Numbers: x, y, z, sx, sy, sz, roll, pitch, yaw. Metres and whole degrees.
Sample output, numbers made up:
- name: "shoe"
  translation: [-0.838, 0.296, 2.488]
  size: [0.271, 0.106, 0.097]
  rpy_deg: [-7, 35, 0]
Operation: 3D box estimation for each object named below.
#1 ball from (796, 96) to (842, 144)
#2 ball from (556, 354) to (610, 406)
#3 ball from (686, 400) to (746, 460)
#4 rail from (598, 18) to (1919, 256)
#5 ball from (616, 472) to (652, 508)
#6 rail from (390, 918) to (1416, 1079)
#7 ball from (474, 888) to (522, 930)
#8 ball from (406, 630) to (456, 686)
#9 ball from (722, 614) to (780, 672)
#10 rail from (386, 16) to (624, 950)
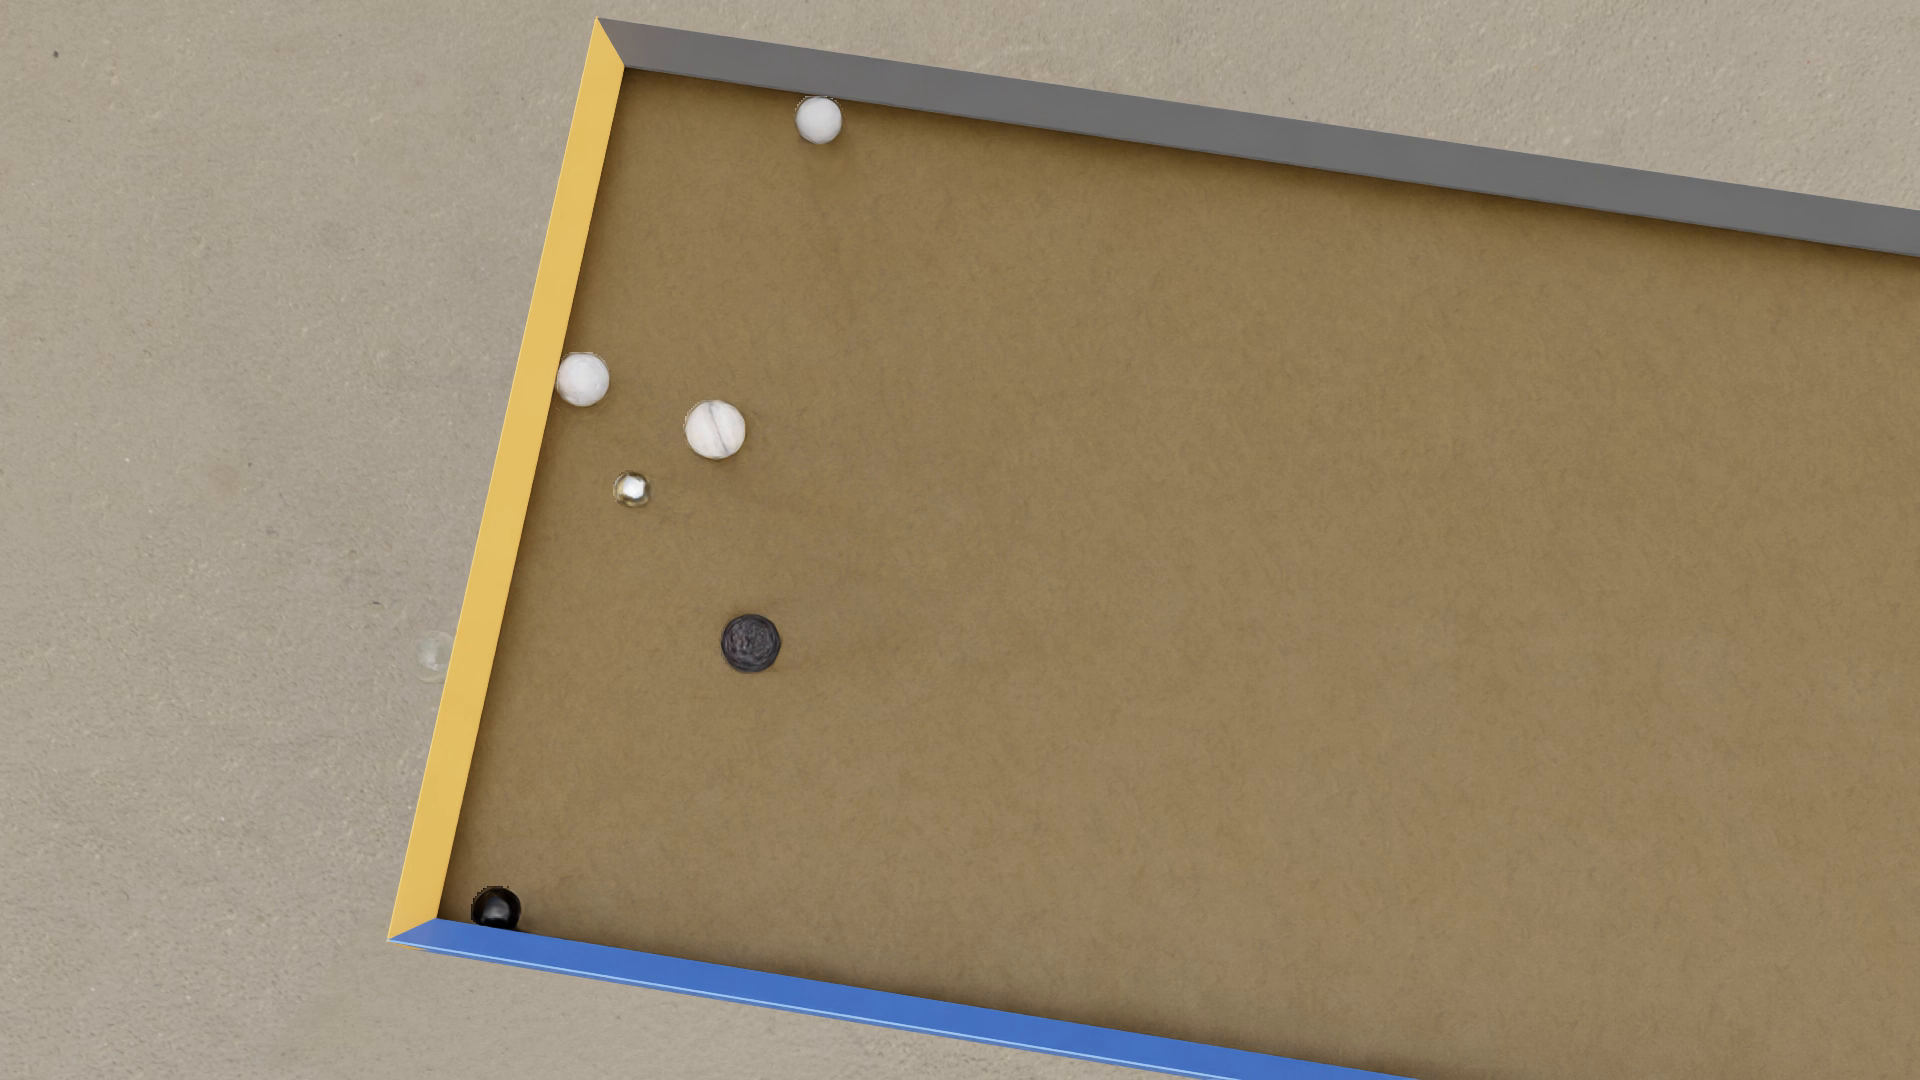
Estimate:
- name: "ball"
  translation: [-0.226, -0.674, 3.532]
  size: [0.076, 0.076, 0.076]
  rpy_deg: [0, 75, 0]
- name: "ball"
  translation: [-0.586, -0.249, 3.413]
  size: [0.083, 0.083, 0.083]
  rpy_deg: [0, 75, 0]
- name: "ball"
  translation: [-0.376, -0.169, 3.387]
  size: [0.092, 0.092, 0.092]
  rpy_deg: [0, 75, 0]
- name: "rail"
  translation: [0.805, -0.574, 3.476]
  size: [2.807, 0.130, 0.045]
  rpy_deg: [9, 75, 2]
- name: "ball"
  translation: [-0.502, -0.077, 3.381]
  size: [0.055, 0.055, 0.055]
  rpy_deg: [0, 75, 0]
- name: "rail"
  translation: [0.580, 0.775, 3.109]
  size: [2.807, 0.130, 0.045]
  rpy_deg: [9, 75, 2]
- name: "ball"
  translation: [-0.674, 0.541, 3.204]
  size: [0.070, 0.070, 0.070]
  rpy_deg: [0, 75, 0]
- name: "ball"
  translation: [-0.946, 0.212, 3.964]
  size: [0.100, 0.100, 0.100]
  rpy_deg: [0, 75, 0]
- name: "ball"
  translation: [-0.313, 0.155, 3.300]
  size: [0.088, 0.088, 0.088]
  rpy_deg: [0, 75, 0]
- name: "rail"
  translation: [-0.669, -0.111, 3.350]
  size: [0.045, 0.130, 1.463]
  rpy_deg: [9, 75, 2]
